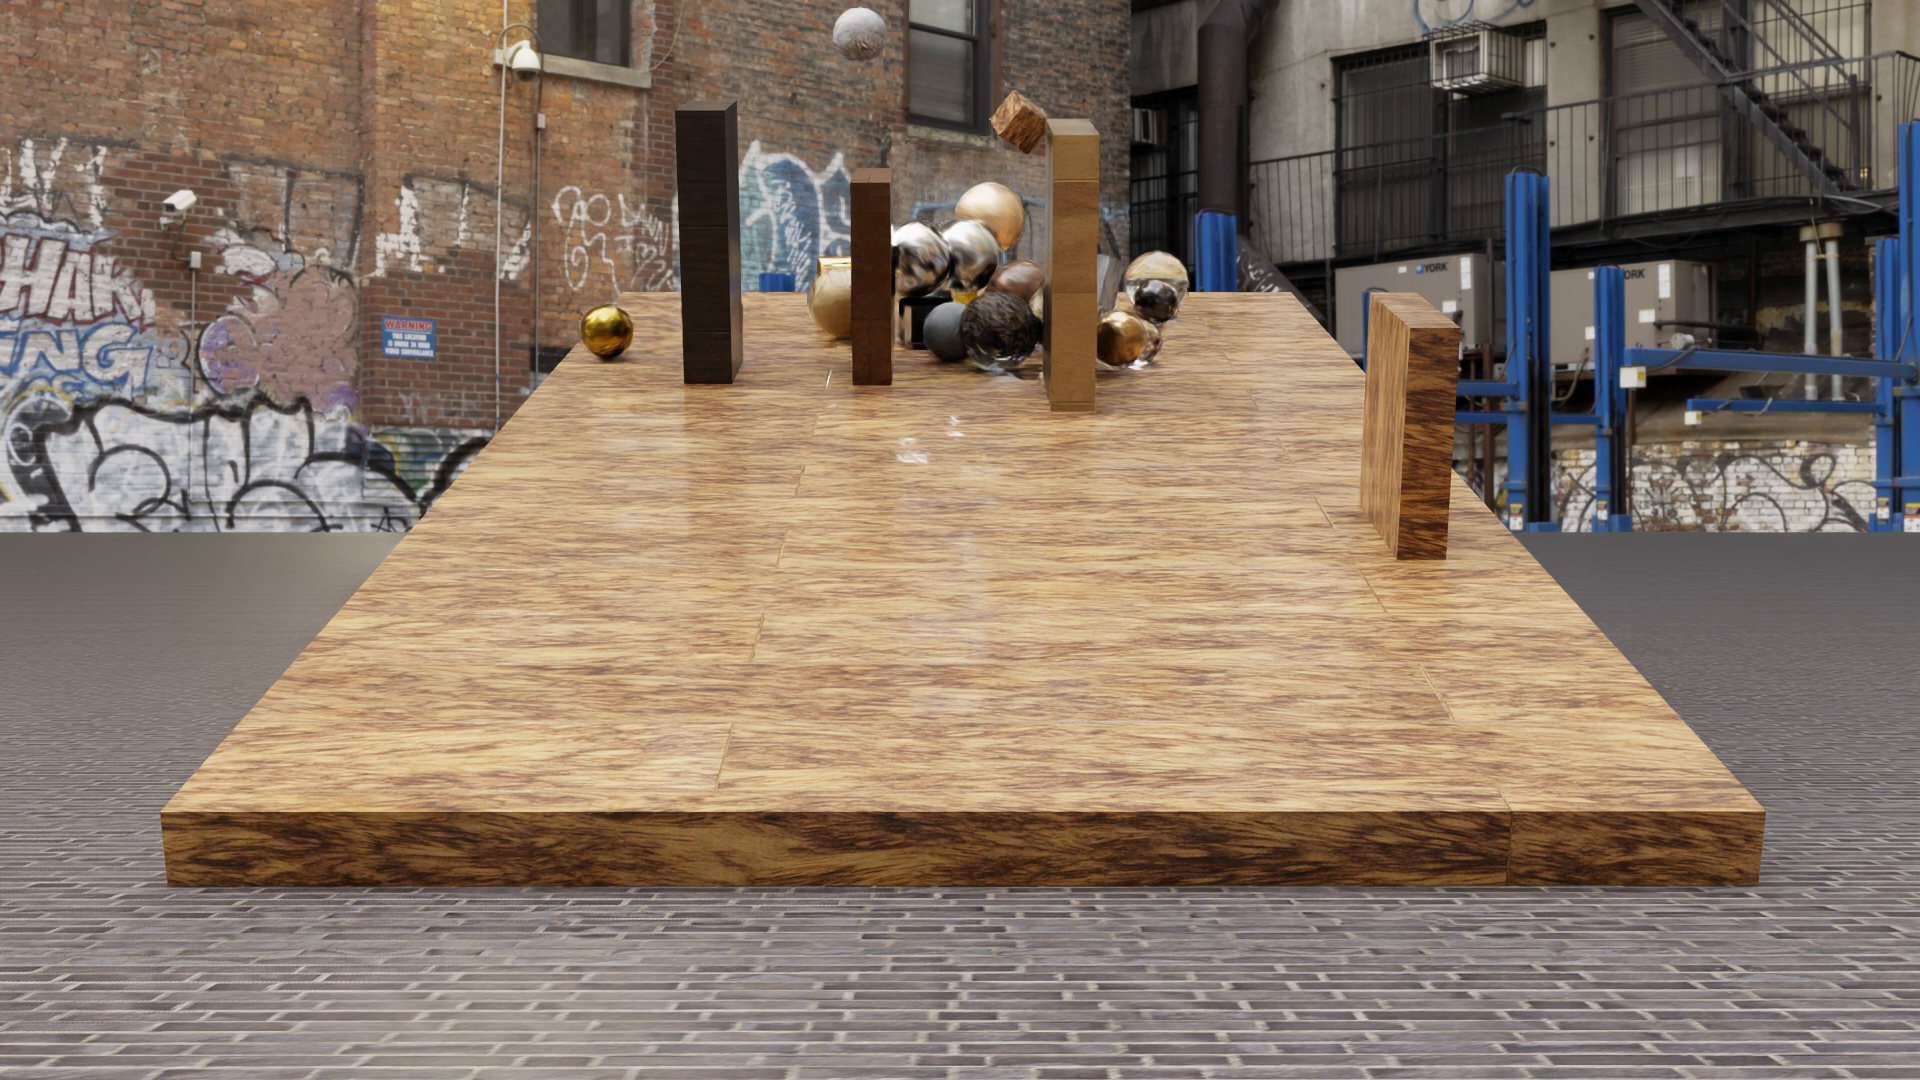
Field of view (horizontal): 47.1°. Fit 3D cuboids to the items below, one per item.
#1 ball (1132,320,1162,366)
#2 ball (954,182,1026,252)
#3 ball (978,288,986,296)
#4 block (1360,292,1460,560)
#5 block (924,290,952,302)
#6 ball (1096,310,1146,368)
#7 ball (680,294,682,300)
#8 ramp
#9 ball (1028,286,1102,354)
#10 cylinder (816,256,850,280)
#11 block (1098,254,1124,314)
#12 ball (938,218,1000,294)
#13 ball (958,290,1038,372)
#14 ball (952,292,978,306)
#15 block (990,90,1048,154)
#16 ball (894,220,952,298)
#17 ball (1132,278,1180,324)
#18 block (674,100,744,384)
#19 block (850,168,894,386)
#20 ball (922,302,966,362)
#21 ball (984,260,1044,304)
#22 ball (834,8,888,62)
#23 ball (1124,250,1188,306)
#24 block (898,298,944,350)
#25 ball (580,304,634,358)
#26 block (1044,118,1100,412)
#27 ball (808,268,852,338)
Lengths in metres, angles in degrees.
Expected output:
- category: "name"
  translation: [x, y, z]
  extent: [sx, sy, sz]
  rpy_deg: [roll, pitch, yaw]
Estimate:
- category: "ball"
  translation: [0.449, -0.493, 5.499]
  extent: [0.113, 0.113, 0.113]
  rpy_deg: [0, 0, 0]
- category: "ball"
  translation: [0.083, -0.889, 6.079]
  extent: [0.195, 0.195, 0.195]
  rpy_deg: [0, 0, 0]
- category: "ball"
  translation: [0.110, -0.671, 6.110]
  extent: [0.124, 0.124, 0.124]
  rpy_deg: [0, 0, 0]
- category: "block"
  translation: [0.801, -0.212, 3.950]
  extent: [0.085, 0.408, 0.371]
  rpy_deg: [0, 16, 0]
- category: "block"
  translation: [-0.078, -0.600, 5.878]
  extent: [0.112, 0.112, 0.112]
  rpy_deg: [0, 16, -1]
- category: "ball"
  translation: [0.387, -0.493, 5.388]
  extent: [0.140, 0.140, 0.140]
  rpy_deg: [0, 0, 0]
- category: "ball"
  translation: [-0.721, -0.676, 6.143]
  extent: [0.115, 0.115, 0.115]
  rpy_deg: [0, 0, 0]
- category: "ramp"
  translation: [-0.002, -0.154, 4.681]
  extent: [2.000, 0.100, 4.000]
  rpy_deg: [0, 16, 0]
- category: "ball"
  translation: [0.258, -0.550, 5.503]
  extent: [0.195, 0.195, 0.195]
  rpy_deg: [0, 0, 0]
- category: "cylinder"
  translation: [-0.340, -0.755, 6.382]
  extent: [0.138, 0.138, 0.138]
  rpy_deg: [-3, 1, -11]
- category: "block"
  translation: [0.323, -0.673, 5.726]
  extent: [0.147, 0.147, 0.147]
  rpy_deg: [15, 6, 19]
- category: "ball"
  translation: [0.009, -0.765, 5.943]
  extent: [0.202, 0.202, 0.202]
  rpy_deg: [0, 0, 0]
- category: "ball"
  translation: [0.093, -0.511, 5.403]
  extent: [0.198, 0.198, 0.198]
  rpy_deg: [0, 0, 0]
- category: "ball"
  translation: [0.038, -0.710, 6.262]
  extent: [0.117, 0.117, 0.117]
  rpy_deg: [0, 0, 0]
- category: "block"
  translation: [0.167, -1.149, 6.059]
  extent: [0.107, 0.107, 0.107]
  rpy_deg: [28, 23, -31]
- category: "ball"
  translation: [-0.124, -0.736, 5.774]
  extent: [0.204, 0.204, 0.204]
  rpy_deg: [0, 0, 0]
- category: "ball"
  translation: [0.538, -0.655, 6.049]
  extent: [0.127, 0.127, 0.127]
  rpy_deg: [0, 0, 0]
- category: "block"
  translation: [-0.604, -0.725, 5.336]
  extent: [0.115, 0.645, 0.297]
  rpy_deg: [0, 16, 0]
- category: "block"
  translation: [-0.211, -0.644, 5.351]
  extent: [0.094, 0.482, 0.316]
  rpy_deg: [0, 16, 0]
- category: "ball"
  translation: [-0.019, -0.523, 5.535]
  extent: [0.150, 0.150, 0.150]
  rpy_deg: [0, 0, 0]
- category: "ball"
  translation: [0.166, -0.649, 5.890]
  extent: [0.200, 0.200, 0.200]
  rpy_deg: [0, 0, 0]
- category: "ball"
  translation: [-0.280, -1.415, 6.170]
  extent: [0.152, 0.152, 0.152]
  rpy_deg: [0, 0, 0]
- category: "ball"
  translation: [0.552, -0.722, 6.189]
  extent: [0.181, 0.181, 0.181]
  rpy_deg: [0, 0, 0]
- category: "block"
  translation: [-0.095, -0.565, 5.747]
  extent: [0.114, 0.114, 0.114]
  rpy_deg: [-2, 16, -8]
- category: "ball"
  translation: [-0.894, -0.528, 5.578]
  extent: [0.135, 0.135, 0.135]
  rpy_deg: [0, 0, 0]
- category: "block"
  translation: [0.255, -0.646, 5.108]
  extent: [0.101, 0.617, 0.420]
  rpy_deg: [0, 16, 0]
- category: "ball"
  translation: [-0.310, -0.632, 5.855]
  extent: [0.185, 0.185, 0.185]
  rpy_deg: [0, 0, 0]
